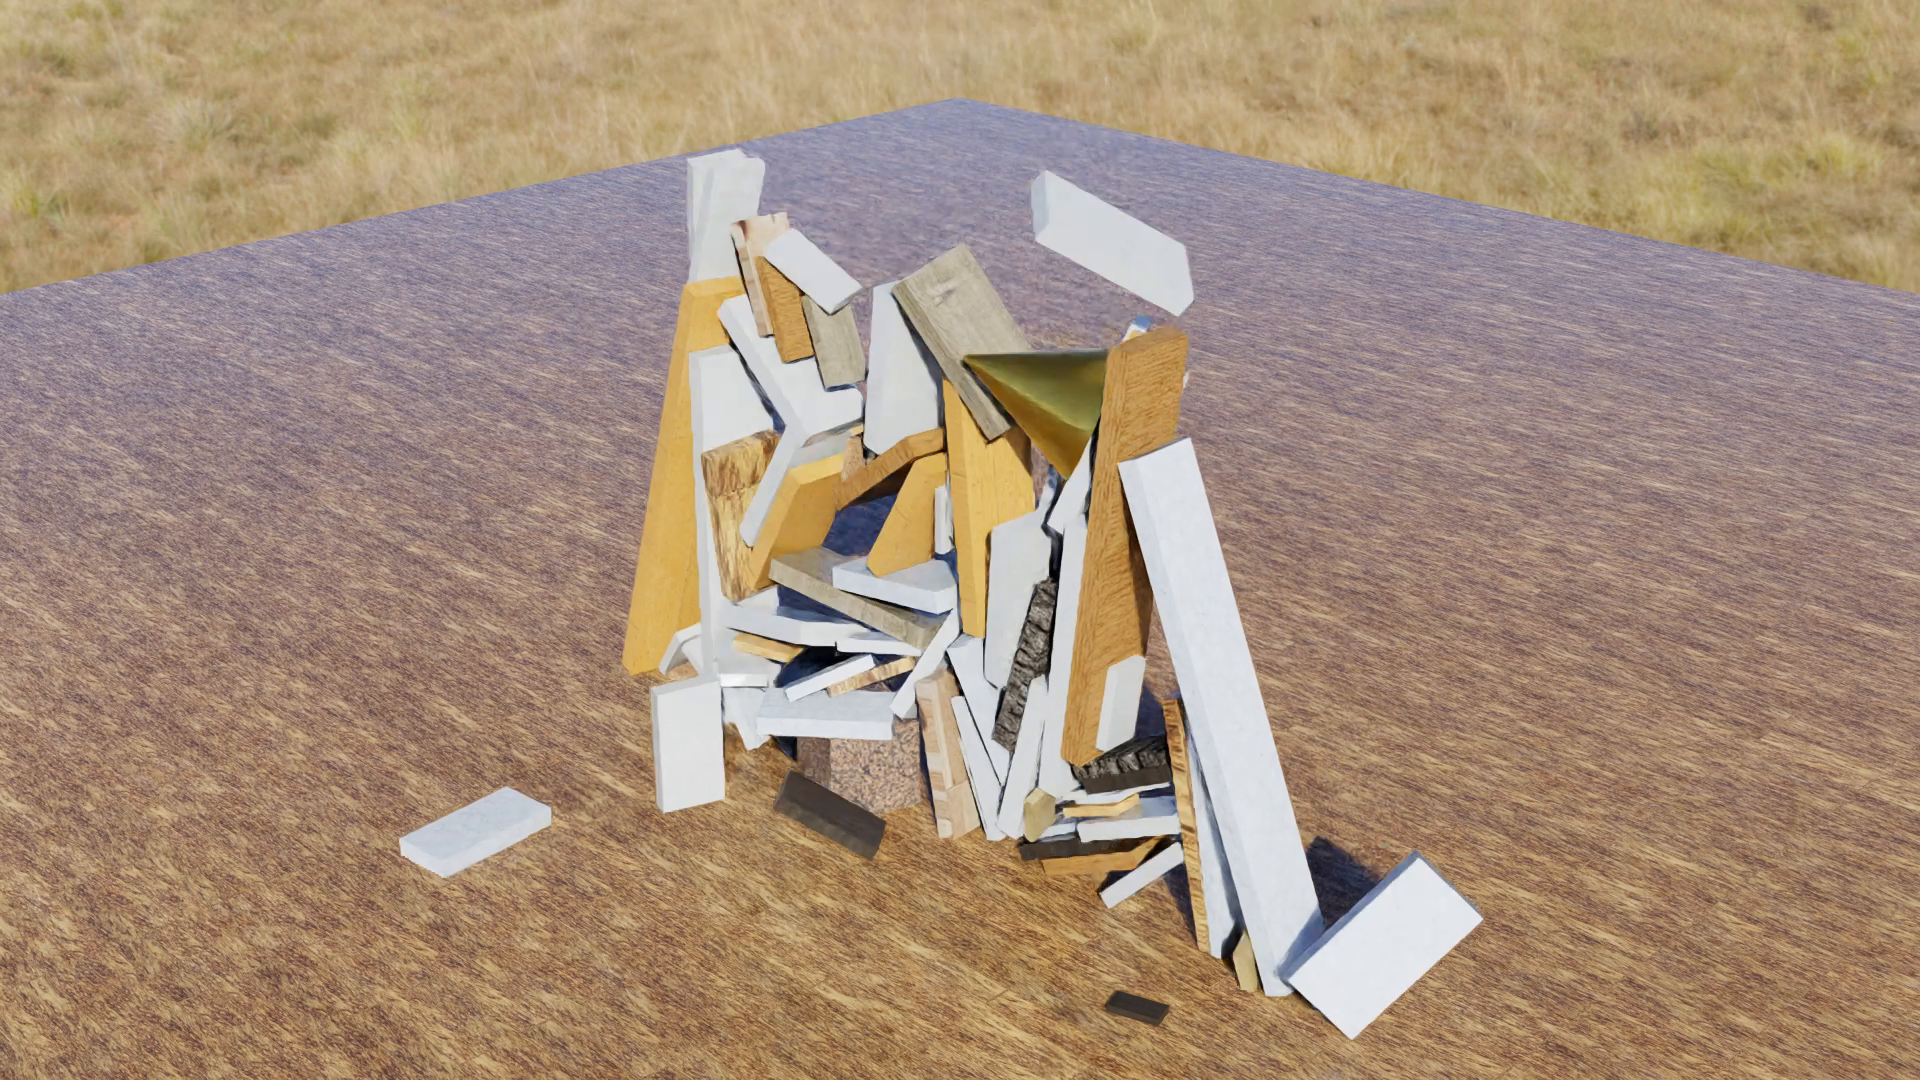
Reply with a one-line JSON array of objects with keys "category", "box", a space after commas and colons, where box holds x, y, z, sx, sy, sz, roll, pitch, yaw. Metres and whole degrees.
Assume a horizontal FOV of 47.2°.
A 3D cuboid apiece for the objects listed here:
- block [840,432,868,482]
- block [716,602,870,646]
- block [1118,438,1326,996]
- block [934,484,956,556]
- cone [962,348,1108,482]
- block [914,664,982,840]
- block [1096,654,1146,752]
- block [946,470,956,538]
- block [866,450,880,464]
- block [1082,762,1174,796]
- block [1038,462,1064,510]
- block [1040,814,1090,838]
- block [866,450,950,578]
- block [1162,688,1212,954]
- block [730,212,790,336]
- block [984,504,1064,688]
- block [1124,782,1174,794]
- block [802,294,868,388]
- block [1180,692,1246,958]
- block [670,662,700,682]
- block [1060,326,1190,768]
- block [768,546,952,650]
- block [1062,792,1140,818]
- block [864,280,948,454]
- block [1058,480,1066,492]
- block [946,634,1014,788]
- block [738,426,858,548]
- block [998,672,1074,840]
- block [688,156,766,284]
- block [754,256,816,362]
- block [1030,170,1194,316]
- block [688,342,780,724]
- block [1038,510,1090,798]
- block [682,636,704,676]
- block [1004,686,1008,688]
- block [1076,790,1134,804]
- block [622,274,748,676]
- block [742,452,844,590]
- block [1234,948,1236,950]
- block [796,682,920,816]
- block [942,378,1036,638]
[{"category": "block", "box": [-0.206, -0.161, 4.325, 0.014, 0.101, 0.050, 37, 43, 30]}, {"category": "block", "box": [-0.351, 0.178, 4.606, 0.167, 0.047, 0.334, 5, 2, -37]}, {"category": "block", "box": [0.469, 0.311, 3.846, 0.043, 0.978, 0.153, -9, 10, 46]}, {"category": "block", "box": [-0.014, -0.046, 4.223, 0.072, 0.143, 0.020, -24, 42, -31]}, {"category": "cone", "box": [0.121, -0.275, 3.902, 0.261, 0.261, 0.261, 23, 24, -2]}, {"category": "block", "box": [-0.005, 0.415, 4.357, 0.039, 0.330, 0.136, 6, 21, 42]}, {"category": "block", "box": [0.295, 0.299, 4.034, 0.024, 0.167, 0.084, 26, 31, 34]}, {"category": "block", "box": [0.008, -0.079, 4.189, 0.072, 0.143, 0.020, -23, 41, -31]}, {"category": "block", "box": [-0.142, -0.186, 4.283, 0.050, 0.101, 0.014, -15, 57, -39]}, {"category": "block", "box": [0.339, 0.423, 4.037, 0.108, 0.031, 0.217, -23, 5, -44]}, {"category": "block", "box": [0.179, 0.000, 4.166, 0.104, 0.474, 0.030, -5, 28, -43]}, {"category": "block", "box": [0.228, 0.543, 4.251, 0.162, 0.019, 0.068, -18, 8, 45]}, {"category": "block", "box": [-0.069, -0.055, 4.263, 0.147, 0.293, 0.042, -18, 58, -39]}, {"category": "block", "box": [0.442, 0.498, 3.965, 0.031, 0.491, 0.108, 5, 20, 44]}, {"category": "block", "box": [-0.371, -0.526, 4.356, 0.114, 0.229, 0.032, -19, 8, -39]}, {"category": "block", "box": [0.130, 0.105, 4.123, 0.164, 0.329, 0.047, -21, 38, -35]}, {"category": "block", "box": [0.355, 0.442, 4.032, 0.106, 0.015, 0.053, -16, 5, 42]}, {"category": "block", "box": [-0.244, -0.396, 4.317, 0.092, 0.185, 0.026, -12, -5, -39]}, {"category": "block", "box": [0.453, 0.464, 3.934, 0.024, 0.578, 0.084, 4, 18, 43]}, {"category": "block", "box": [-0.571, 0.317, 4.982, 0.171, 0.024, 0.085, 21, 31, 40]}, {"category": "block", "box": [0.290, 0.023, 3.916, 0.047, 0.816, 0.164, 26, 33, 35]}, {"category": "block", "box": [-0.185, 0.113, 4.464, 0.408, 0.043, 0.153, 23, 24, 33]}, {"category": "block", "box": [0.265, 0.499, 4.139, 0.136, 0.019, 0.068, -9, 9, 46]}, {"category": "block", "box": [-0.094, -0.335, 4.143, 0.164, 0.328, 0.046, -20, 38, -36]}, {"category": "block", "box": [0.268, -0.171, 4.052, 0.104, 0.209, 0.030, 13, 16, -46]}, {"category": "block", "box": [0.082, 0.309, 4.267, 0.043, 0.305, 0.153, -11, 19, 35]}, {"category": "block", "box": [-0.326, -0.122, 4.498, 0.165, 0.330, 0.047, -15, 60, -36]}, {"category": "block", "box": [0.176, 0.394, 4.202, 0.049, 0.343, 0.171, 32, 35, 31]}, {"category": "block", "box": [-0.580, -0.240, 4.730, 0.114, 1.306, 0.032, -13, 46, -32]}, {"category": "block", "box": [-0.336, -0.464, 4.341, 0.092, 0.212, 0.026, -20, 9, -39]}, {"category": "block", "box": [0.263, -0.514, 3.810, 0.307, 0.043, 0.153, 24, 39, -25]}, {"category": "block", "box": [-0.476, -0.007, 4.689, 0.167, 0.849, 0.047, -16, 29, -33]}, {"category": "block", "box": [0.242, 0.199, 4.047, 0.049, 0.565, 0.171, 26, 34, 35]}, {"category": "block", "box": [-0.541, 0.289, 4.921, 0.085, 0.024, 0.171, -21, 66, -41]}, {"category": "block", "box": [0.120, 0.308, 4.264, 0.014, 0.096, 0.048, -16, 16, 37]}, {"category": "block", "box": [0.273, 0.479, 4.136, 0.106, 0.015, 0.053, -10, 9, 44]}, {"category": "block", "box": [-0.588, -0.120, 4.772, 0.165, 1.031, 0.047, -15, 46, -34]}, {"category": "block", "box": [-0.331, -0.036, 4.530, 0.147, 0.363, 0.042, -19, 63, -34]}, {"category": "block", "box": [0.547, 0.751, 3.965, 0.097, 0.014, 0.049, 19, 33, 35]}, {"category": "block", "box": [-0.209, 0.434, 4.491, 0.192, 0.192, 0.192, -10, 25, -23]}, {"category": "block", "box": [0.064, -0.076, 4.145, 0.164, 0.499, 0.046, -20, 24, -37]}]
